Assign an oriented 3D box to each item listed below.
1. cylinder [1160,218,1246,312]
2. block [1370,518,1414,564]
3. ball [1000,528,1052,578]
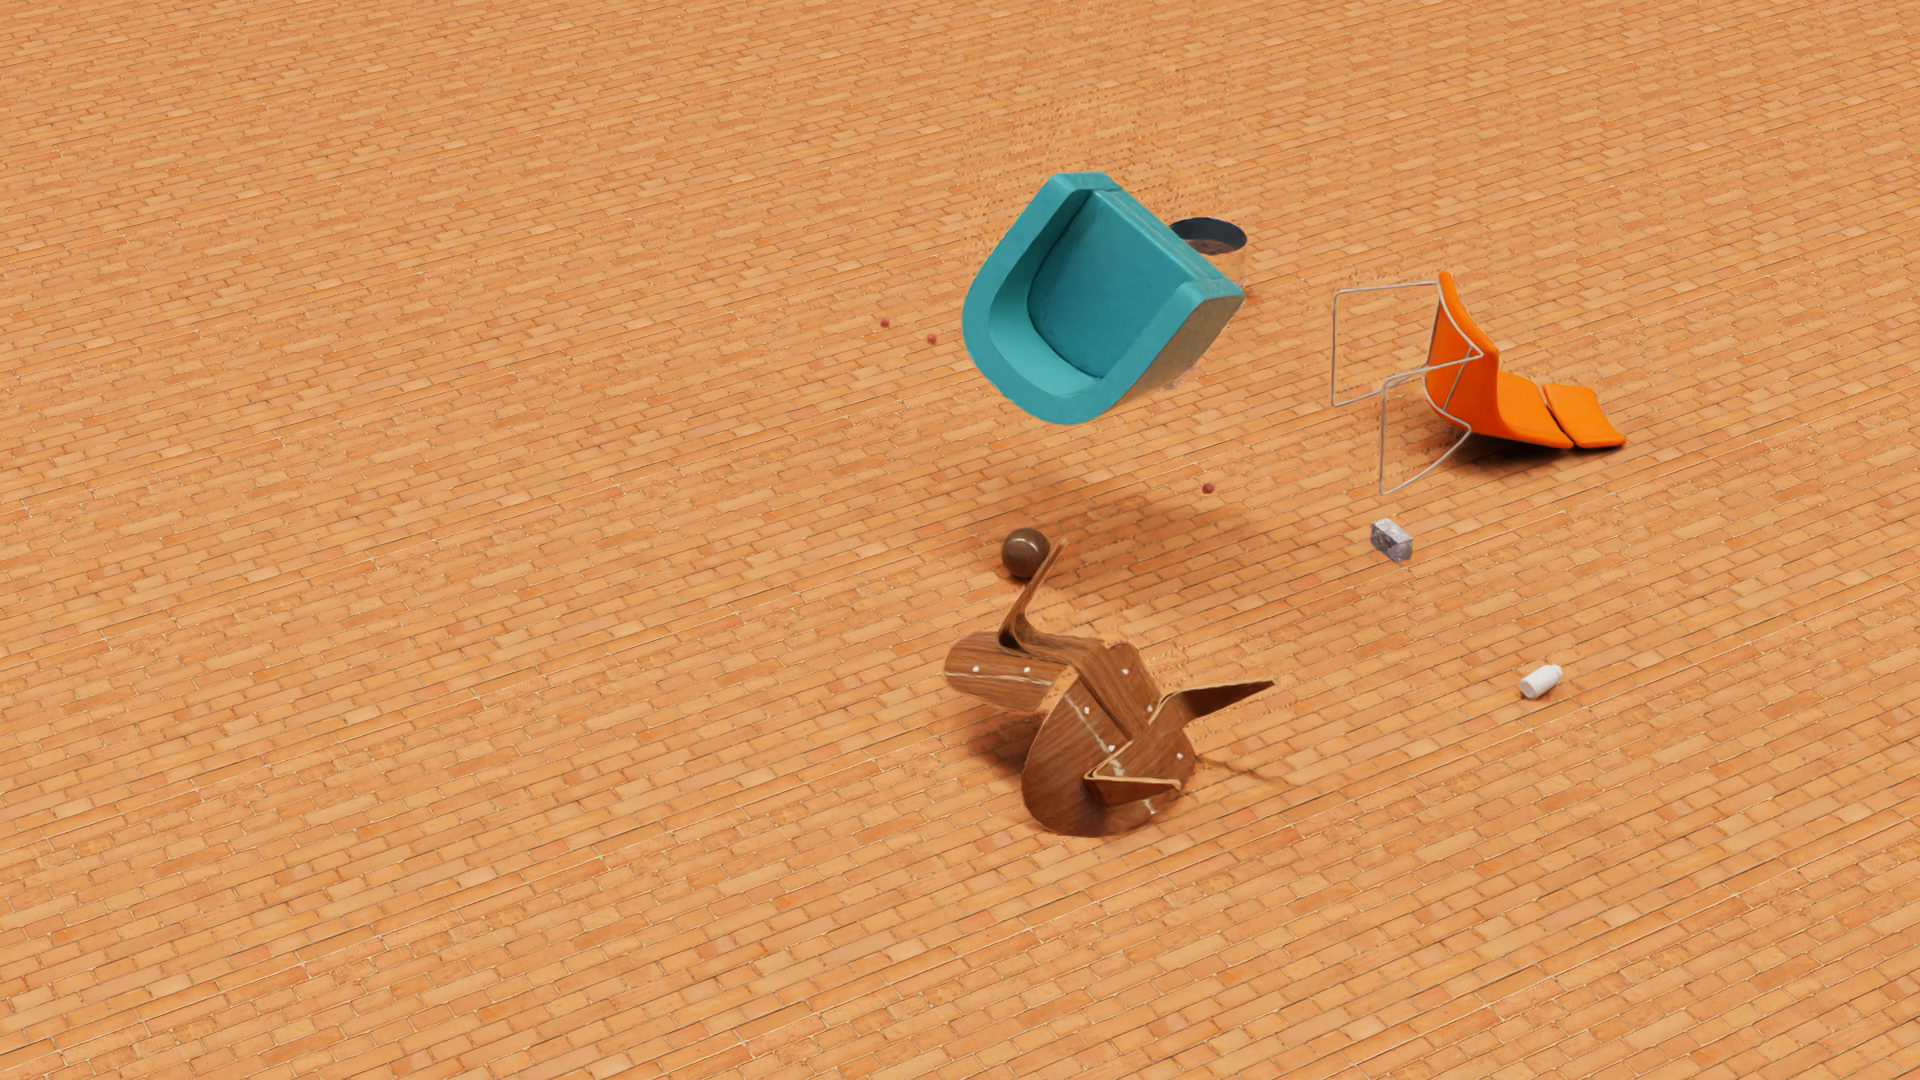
[{"bbox_3d":[1.036,-1.173,12.469,0.343,0.267,0.343,22,37,27],"label":"cylinder"},{"bbox_3d":[1.599,0.002,10.859,0.071,0.090,0.159,-17,37,-24],"label":"block"},{"bbox_3d":[0.241,0.046,10.707,0.185,0.185,0.185,0,33,0],"label":"ball"}]
